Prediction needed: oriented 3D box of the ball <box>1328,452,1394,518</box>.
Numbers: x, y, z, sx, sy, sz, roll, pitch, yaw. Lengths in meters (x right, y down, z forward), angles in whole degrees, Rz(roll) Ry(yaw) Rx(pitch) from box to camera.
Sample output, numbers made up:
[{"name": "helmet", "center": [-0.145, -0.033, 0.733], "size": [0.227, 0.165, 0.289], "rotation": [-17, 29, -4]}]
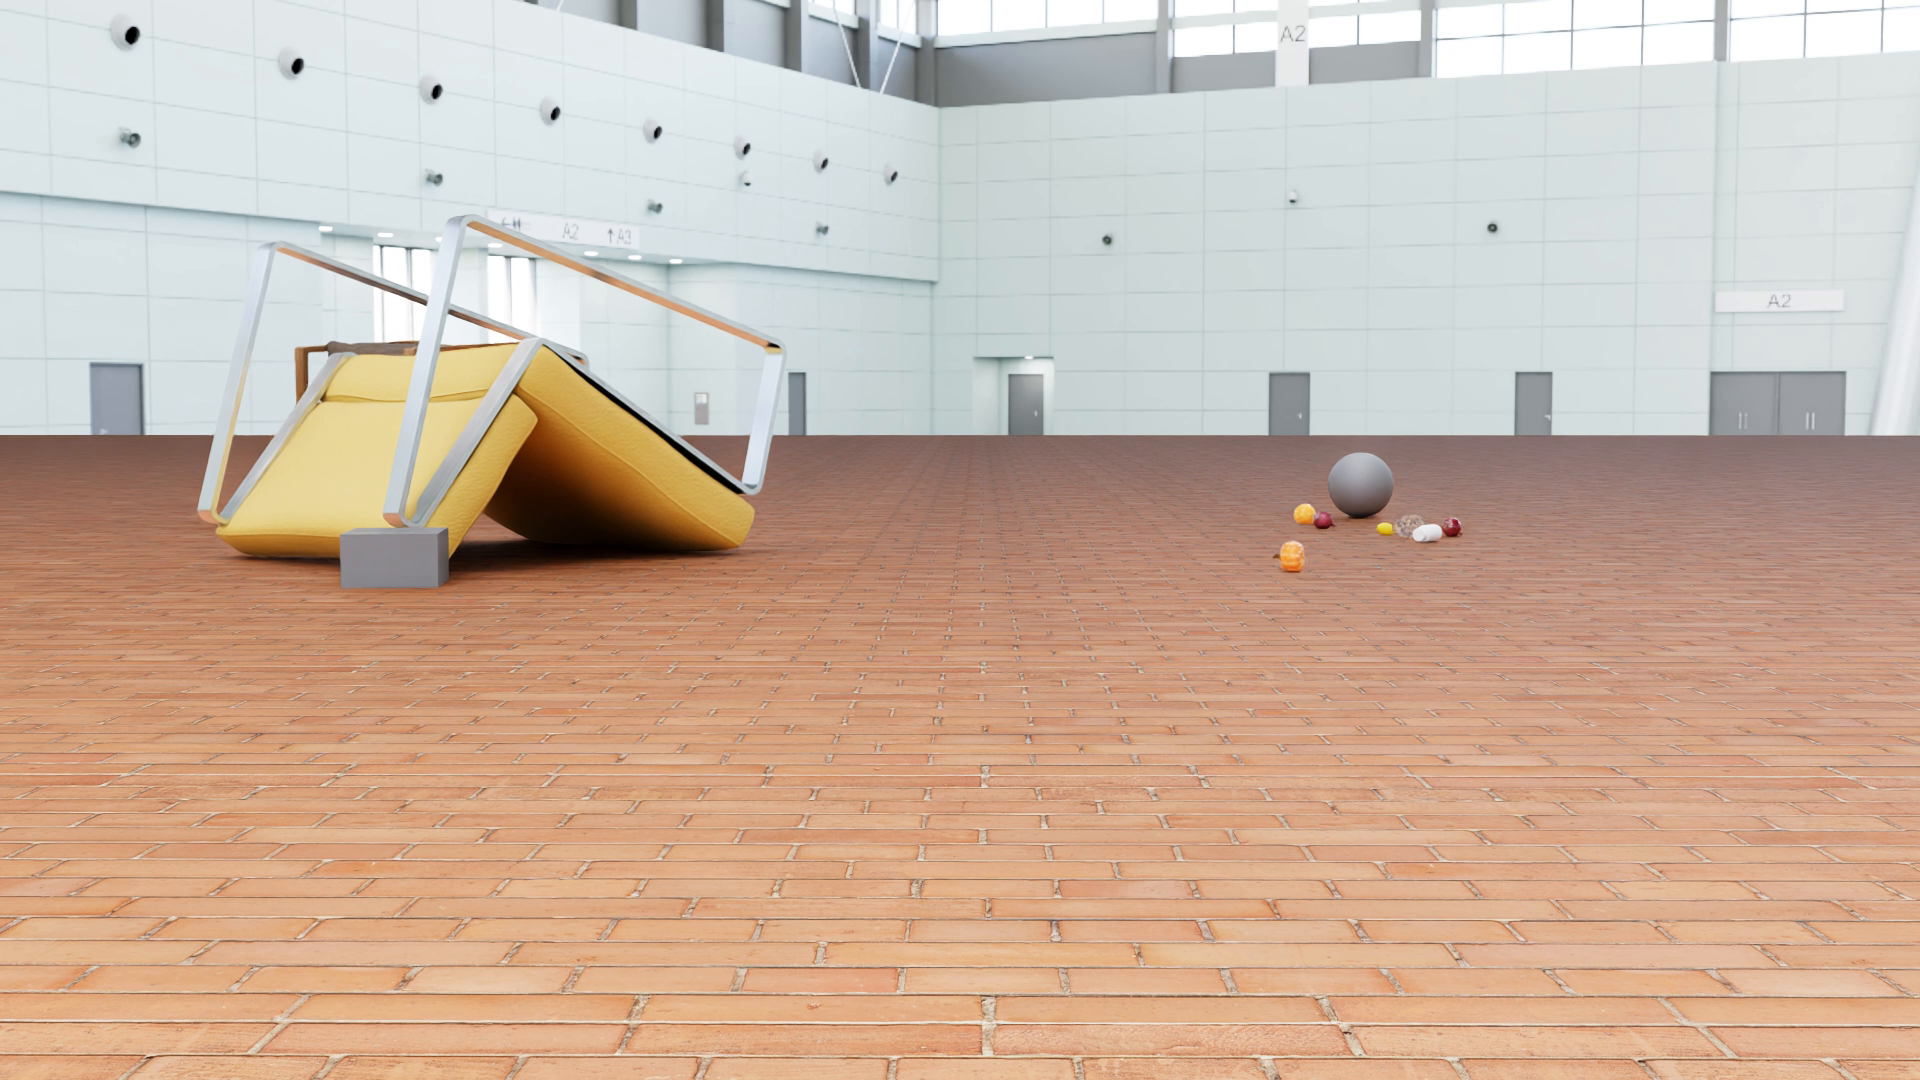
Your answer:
[{"name": "ball", "center": [1.400, -0.193, 7.685], "size": [0.228, 0.228, 0.228], "rotation": [0, 4, 0]}]

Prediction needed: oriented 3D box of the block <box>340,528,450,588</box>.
[{"name": "block", "center": [-1.302, 0.040, 5.075], "size": [0.214, 0.122, 0.241], "rotation": [-1, 4, -7]}]

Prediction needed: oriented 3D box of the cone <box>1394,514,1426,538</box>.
[{"name": "cone", "center": [1.385, -0.026, 6.662], "size": [0.110, 0.076, 0.091], "rotation": [3, -18, 41]}]
